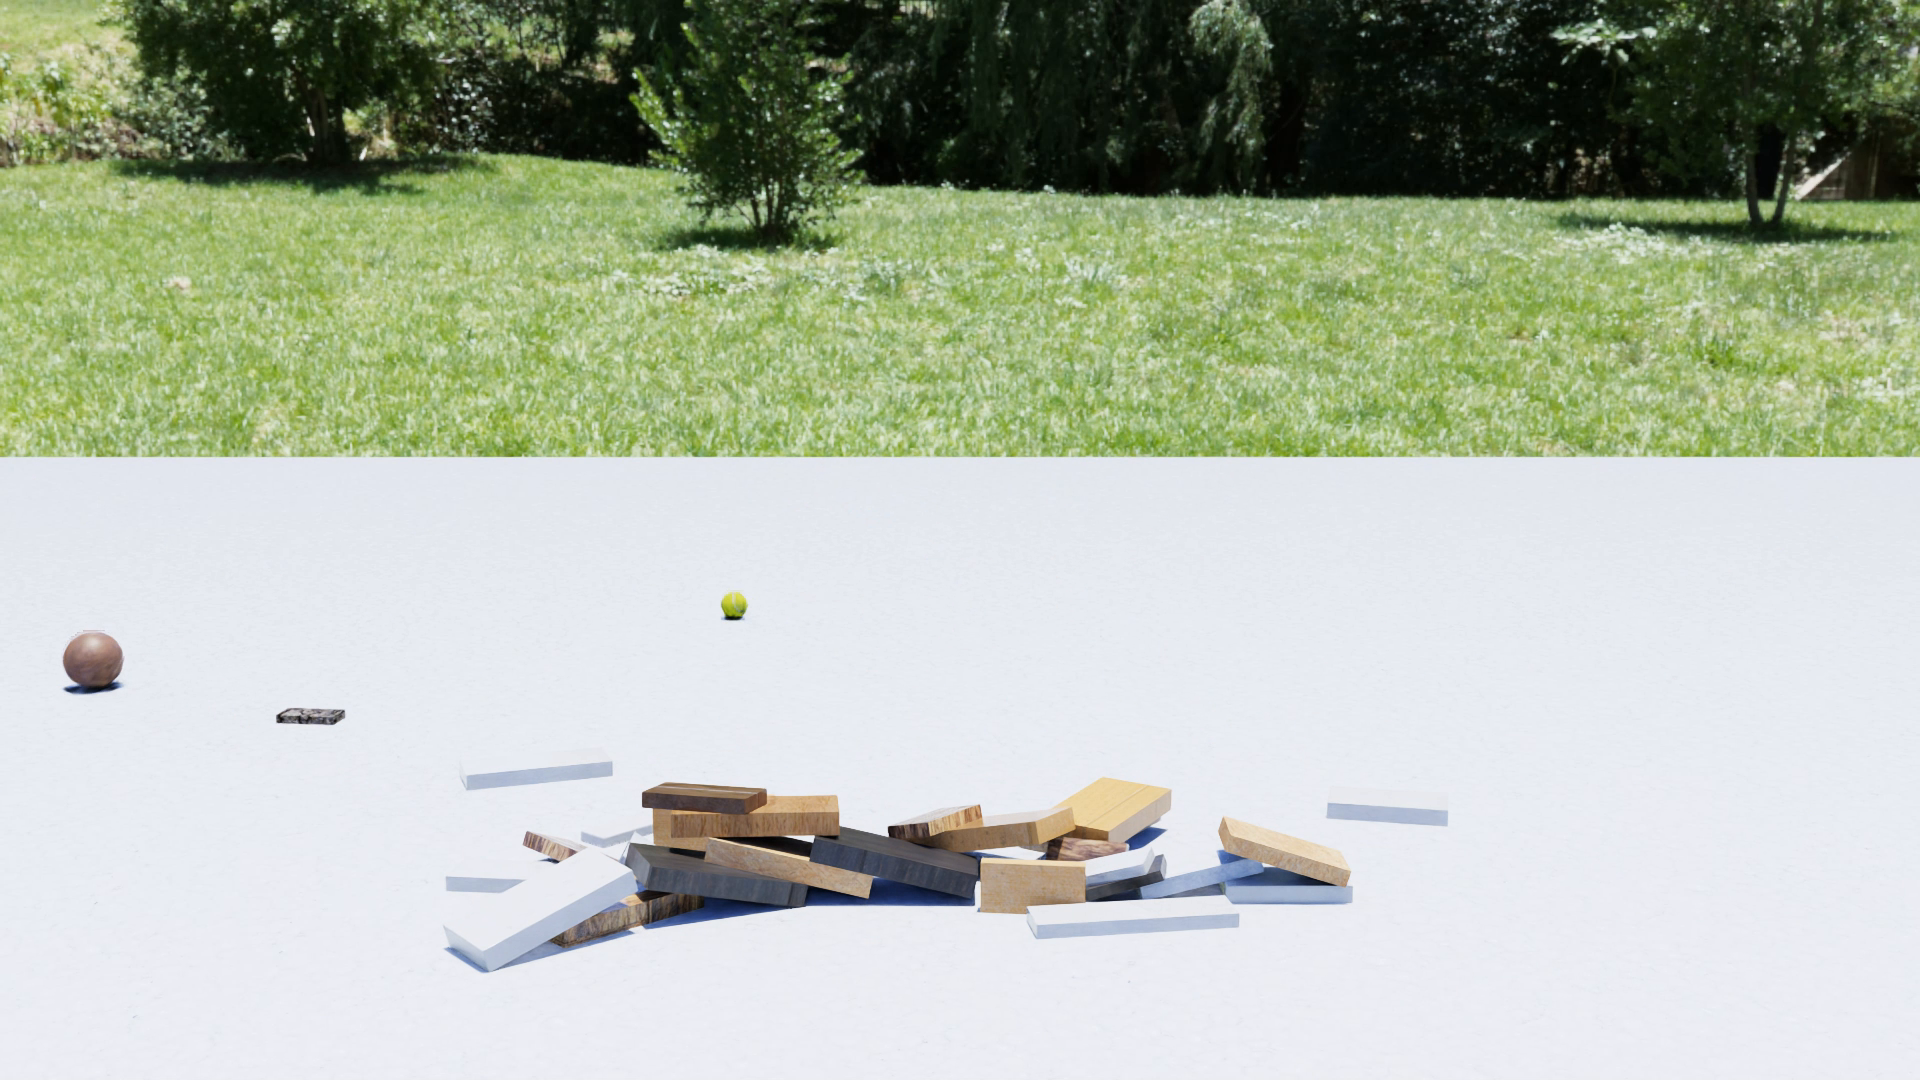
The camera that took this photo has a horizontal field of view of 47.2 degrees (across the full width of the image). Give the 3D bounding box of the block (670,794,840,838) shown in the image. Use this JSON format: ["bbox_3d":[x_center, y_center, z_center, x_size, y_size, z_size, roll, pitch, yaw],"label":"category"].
[{"bbox_3d":[-0.341,0.461,3.672,0.275,0.039,0.138,0,5,-5],"label":"block"}]

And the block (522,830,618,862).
[{"bbox_3d":[-0.659,0.540,3.773,0.185,0.026,0.093,11,-8,45],"label":"block"}]

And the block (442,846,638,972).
[{"bbox_3d":[-0.656,0.575,3.442,0.270,0.038,0.135,-26,25,-33],"label":"block"}]

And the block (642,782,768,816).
[{"bbox_3d":[-0.425,0.429,3.657,0.185,0.026,0.093,2,5,18],"label":"block"}]

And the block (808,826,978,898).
[{"bbox_3d":[-0.110,0.532,3.667,0.275,0.039,0.138,13,4,-2],"label":"block"}]

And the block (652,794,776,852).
[{"bbox_3d":[-0.432,0.497,3.869,0.219,0.109,0.031,3,11,14],"label":"block"}]

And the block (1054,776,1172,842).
[{"bbox_3d":[0.258,0.486,3.907,0.138,0.039,0.275,8,13,27],"label":"block"}]

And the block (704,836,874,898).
[{"bbox_3d":[-0.282,0.532,3.666,0.275,0.039,0.138,13,4,-3],"label":"block"}]

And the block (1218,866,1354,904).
[{"bbox_3d":[0.542,0.574,3.672,0.209,0.030,0.104,0,11,0],"label":"block"}]

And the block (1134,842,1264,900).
[{"bbox_3d":[0.393,0.551,3.684,0.209,0.030,0.104,-12,10,-6],"label":"block"}]

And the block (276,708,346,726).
[{"bbox_3d":[-1.401,0.381,4.746,0.129,0.018,0.064,1,11,8],"label":"block"}]

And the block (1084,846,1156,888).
[{"bbox_3d":[0.251,0.545,3.651,0.136,0.019,0.068,-16,12,22],"label":"block"}]

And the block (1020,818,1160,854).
[{"bbox_3d":[0.238,0.513,3.977,0.138,0.039,0.275,7,12,32],"label":"block"}]

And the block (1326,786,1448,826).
[{"bbox_3d":[0.797,0.495,4.095,0.219,0.031,0.109,2,11,13],"label":"block"}]

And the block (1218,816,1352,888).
[{"bbox_3d":[0.538,0.517,3.652,0.209,0.030,0.104,17,10,-3],"label":"block"}]

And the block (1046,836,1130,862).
[{"bbox_3d":[0.215,0.543,3.730,0.136,0.068,0.019,3,-18,18],"label":"block"}]

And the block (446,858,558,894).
[{"bbox_3d":[-0.762,0.569,3.713,0.185,0.026,0.093,1,11,7],"label":"block"}]

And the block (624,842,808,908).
[{"bbox_3d":[-0.399,0.549,3.605,0.270,0.038,0.135,11,5,-26],"label":"block"}]

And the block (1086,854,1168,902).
[{"bbox_3d":[0.274,0.559,3.644,0.136,0.019,0.068,-18,12,14],"label":"block"}]

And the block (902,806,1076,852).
[{"bbox_3d":[0.037,0.505,3.792,0.293,0.039,0.138,-10,-1,29],"label":"block"}]

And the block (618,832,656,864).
[{"bbox_3d":[-0.546,0.545,3.772,0.064,0.018,0.129,34,9,-5],"label":"block"}]

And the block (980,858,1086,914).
[{"bbox_3d":[0.119,0.565,3.573,0.170,0.085,0.024,1,11,7],"label":"block"}]

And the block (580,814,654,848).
[{"bbox_3d":[-0.610,0.525,3.968,0.064,0.018,0.135,9,14,41],"label":"block"}]

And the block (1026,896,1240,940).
[{"bbox_3d":[0.277,0.604,3.526,0.329,0.024,0.085,-2,11,-9],"label":"block"}]

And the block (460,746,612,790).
[{"bbox_3d":[-0.836,0.450,4.337,0.283,0.031,0.109,-4,11,-20],"label":"block"}]

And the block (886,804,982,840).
[{"bbox_3d":[-0.043,0.487,3.801,0.085,0.024,0.170,-10,-1,32],"label":"block"}]

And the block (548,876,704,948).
[{"bbox_3d":[-0.564,0.591,3.558,0.270,0.038,0.135,-10,14,-43],"label":"block"}]
